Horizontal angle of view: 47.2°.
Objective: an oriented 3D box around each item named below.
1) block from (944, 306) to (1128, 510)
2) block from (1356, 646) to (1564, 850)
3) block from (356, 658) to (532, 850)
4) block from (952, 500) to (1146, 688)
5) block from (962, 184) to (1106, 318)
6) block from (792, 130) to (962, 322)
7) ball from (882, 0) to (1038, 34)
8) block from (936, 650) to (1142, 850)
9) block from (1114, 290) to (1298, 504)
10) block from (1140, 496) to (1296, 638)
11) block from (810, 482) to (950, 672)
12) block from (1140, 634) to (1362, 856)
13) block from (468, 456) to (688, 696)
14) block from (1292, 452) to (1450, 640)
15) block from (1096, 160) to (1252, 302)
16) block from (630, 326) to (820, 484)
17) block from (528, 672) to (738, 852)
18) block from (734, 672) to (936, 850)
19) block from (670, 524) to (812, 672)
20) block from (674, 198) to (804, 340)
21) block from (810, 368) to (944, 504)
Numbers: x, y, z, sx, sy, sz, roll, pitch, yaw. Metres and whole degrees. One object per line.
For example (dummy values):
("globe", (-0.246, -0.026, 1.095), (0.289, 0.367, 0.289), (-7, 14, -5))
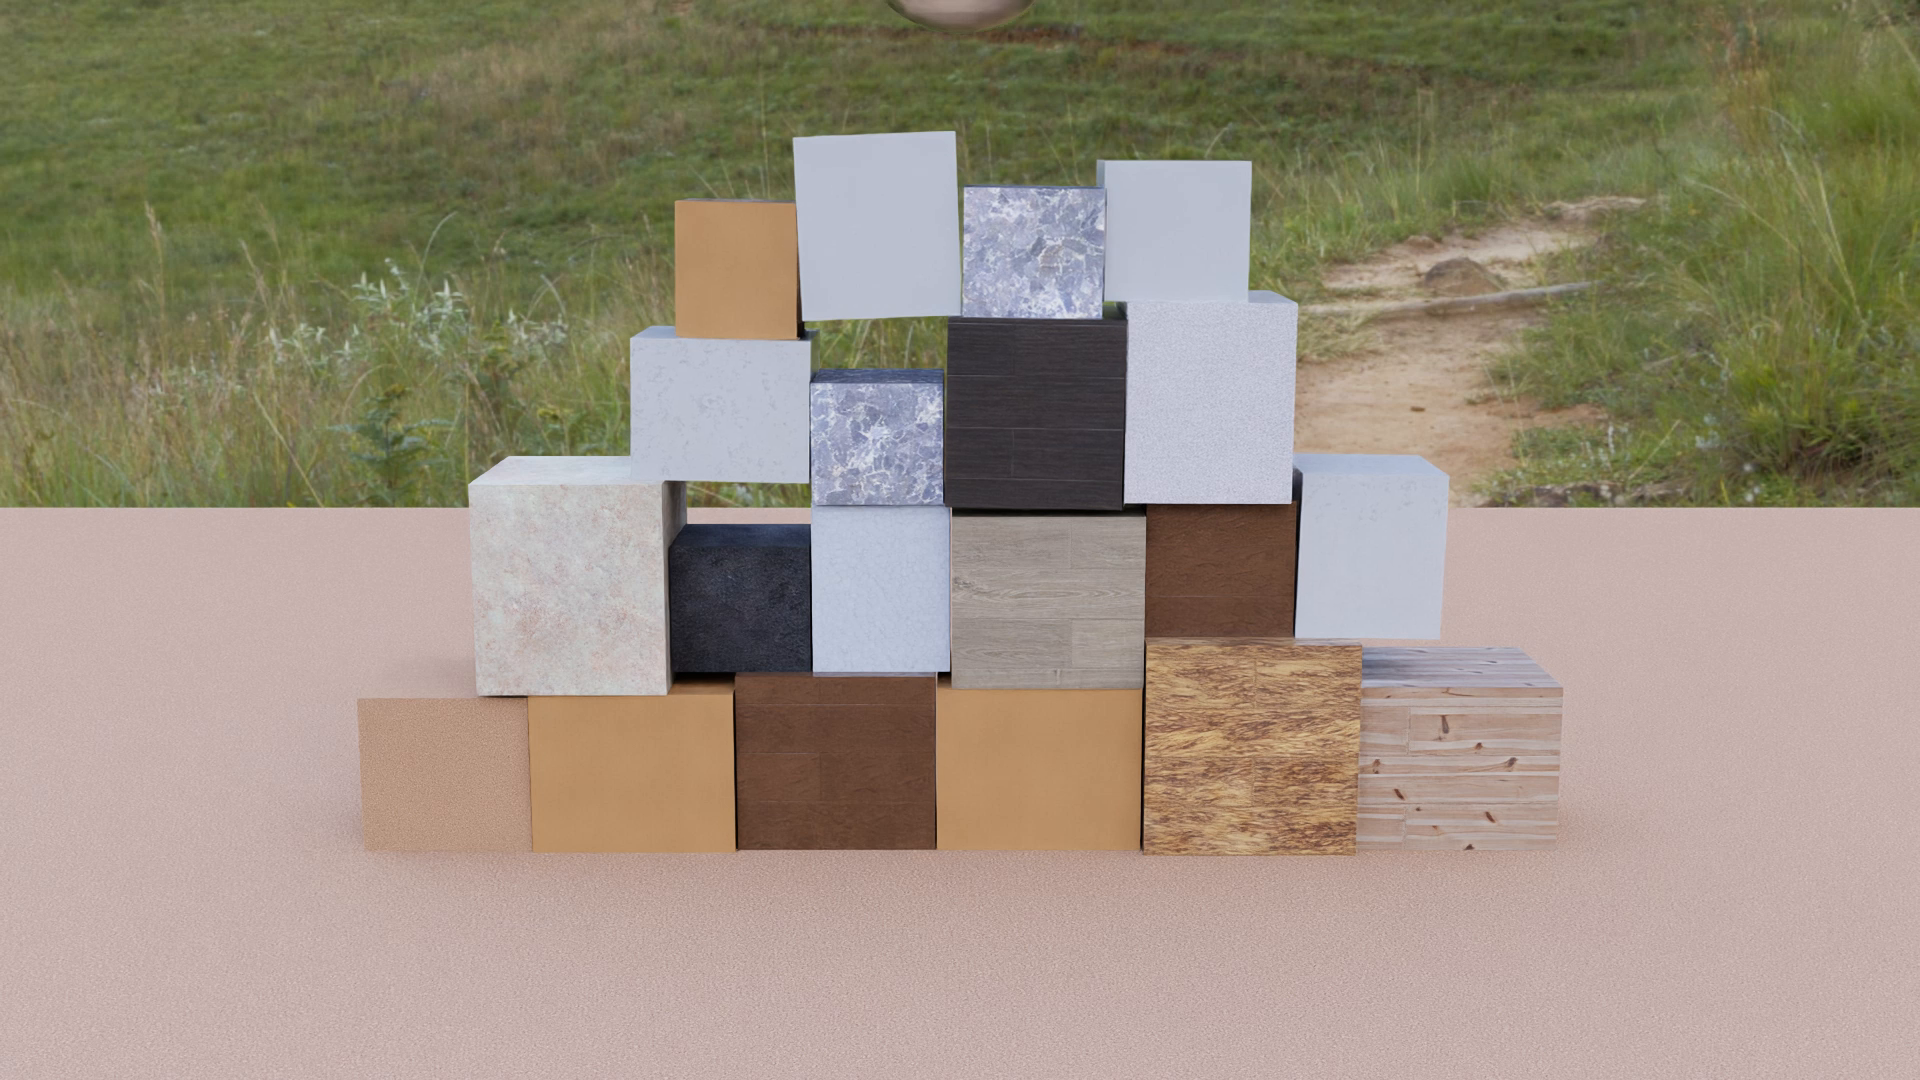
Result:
("block", (0.364, -0.688, 11.067), (0.860, 0.922, 0.929), (1, 10, 0))
("block", (2.479, 1.062, 11.379), (1.009, 0.839, 0.888), (0, 10, 0))
("block", (-2.562, 1.090, 11.376), (0.842, 0.784, 0.877), (0, 10, 0))
("block", (0.433, 0.231, 11.233), (0.947, 0.860, 0.917), (0, 10, 0))
("block", (0.352, -1.440, 10.903), (0.673, 0.613, 0.741), (1, 10, 0))
("block", (-0.393, -1.567, 10.904), (0.774, 0.876, 0.700), (-2, 10, 0))
("ball", (0.000, -4.420, 15.616), (1.600, 1.600, 1.600), (0, 10, 0))
("block", (0.394, 1.068, 11.359), (1.017, 0.834, 0.846), (0, 10, 0))
("block", (1.207, -0.739, 11.064), (0.815, 0.972, 0.924), (0, 10, 0))
("block", (1.285, 0.080, 11.198), (0.735, 0.686, 0.709), (0, 10, 0))
("block", (-0.392, 0.175, 11.229), (0.683, 0.850, 0.694), (0, 10, 0))
("block", (1.438, 0.946, 11.360), (1.053, 1.074, 1.084), (0, 10, 0))
("block", (-1.910, 0.162, 11.196), (0.934, 1.050, 0.962), (0, 10, 0))
("block", (2.027, 0.020, 11.174), (0.716, 0.819, 0.723), (1, 10, 0))
("block", (1.042, -1.542, 10.890), (0.700, 0.669, 0.670), (0, 10, 0))
("block", (-1.166, -0.693, 11.066), (0.872, 0.692, 0.741), (1, 10, 0))
("block", (-1.626, 1.078, 11.362), (1.010, 0.813, 0.929), (0, 10, 0))
("block", (-0.618, 1.038, 11.357), (0.987, 0.894, 0.851), (0, 10, 0))
("block", (-1.088, 0.286, 11.224), (0.690, 0.634, 0.661), (0, 10, 0))
("block", (-1.086, -1.358, 10.953), (0.592, 0.658, 0.576), (1, 10, 0))
("block", (-0.405, -0.530, 11.069), (0.644, 0.595, 0.710), (0, 10, 0))
